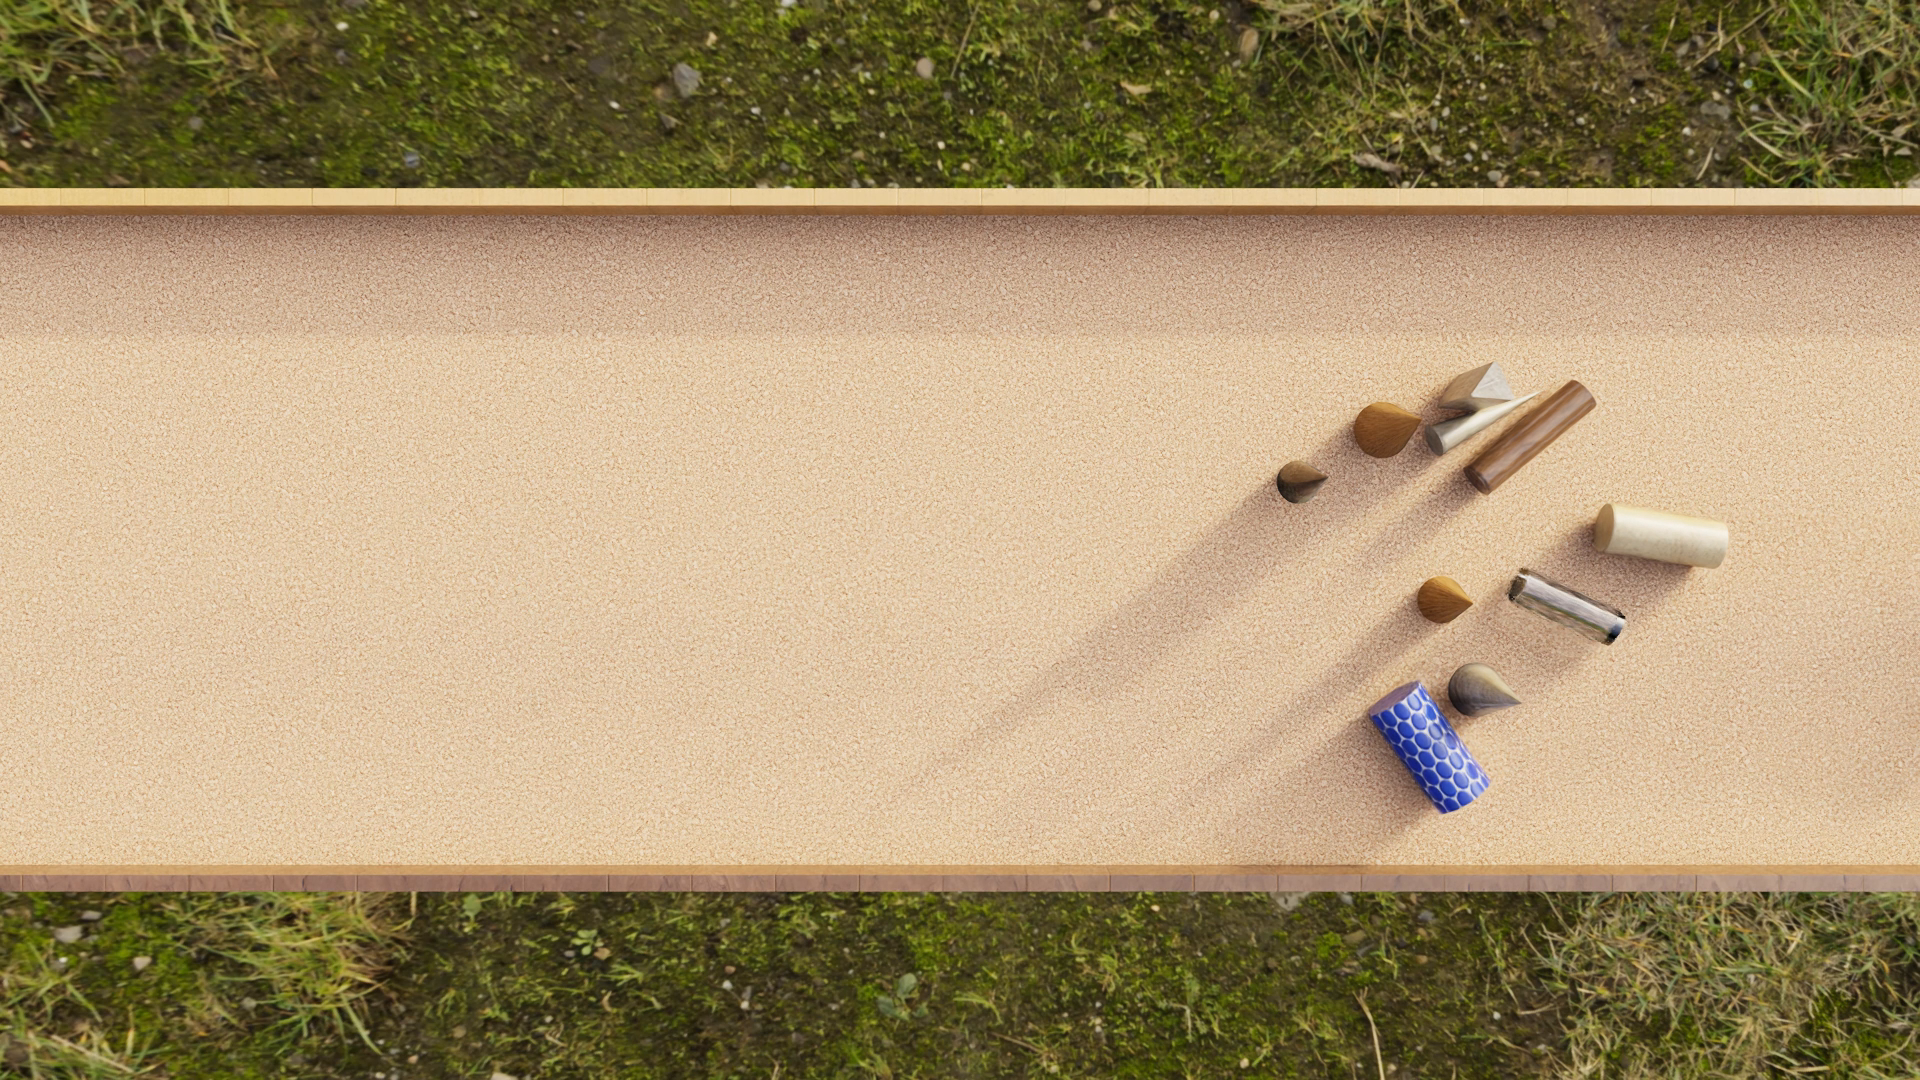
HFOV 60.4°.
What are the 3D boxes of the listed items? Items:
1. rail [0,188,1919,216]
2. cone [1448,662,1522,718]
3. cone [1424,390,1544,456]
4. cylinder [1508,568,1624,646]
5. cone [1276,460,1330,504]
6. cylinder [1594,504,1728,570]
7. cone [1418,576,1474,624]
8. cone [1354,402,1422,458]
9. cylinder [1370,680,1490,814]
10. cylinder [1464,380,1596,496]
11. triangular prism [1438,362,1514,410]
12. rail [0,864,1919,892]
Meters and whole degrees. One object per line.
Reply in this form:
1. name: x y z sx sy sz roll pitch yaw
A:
1. rail: -2.247 -1.025 5.002 12.000 0.150 0.050 0 90 0
2. cone: 1.587 0.461 4.863 0.169 0.426 0.169 0 90 0
3. cone: 1.625 -0.383 5.052 0.399 0.100 0.100 -24 90 -7
4. cylinder: 1.846 0.204 5.022 0.321 0.110 0.110 25 90 0
5. cone: 1.042 -0.178 4.864 0.134 0.426 0.134 0 90 0
6. cylinder: 2.124 -0.011 5.003 0.346 0.147 0.147 9 90 0
7. cone: 1.481 0.184 4.914 0.145 0.325 0.145 0 90 0
8. cone: 1.299 -0.338 4.856 0.173 0.442 0.173 0 90 0
9. cylinder: 1.420 0.624 4.987 0.179 0.179 0.365 -36 90 0
10. cylinder: 1.734 -0.312 5.021 0.422 0.111 0.111 -39 90 0
11. triangular prism: 1.531 -0.459 4.897 0.121 0.357 0.105 5 90 1
12. rail: -2.247 1.025 5.001 12.000 0.150 0.050 0 90 0
